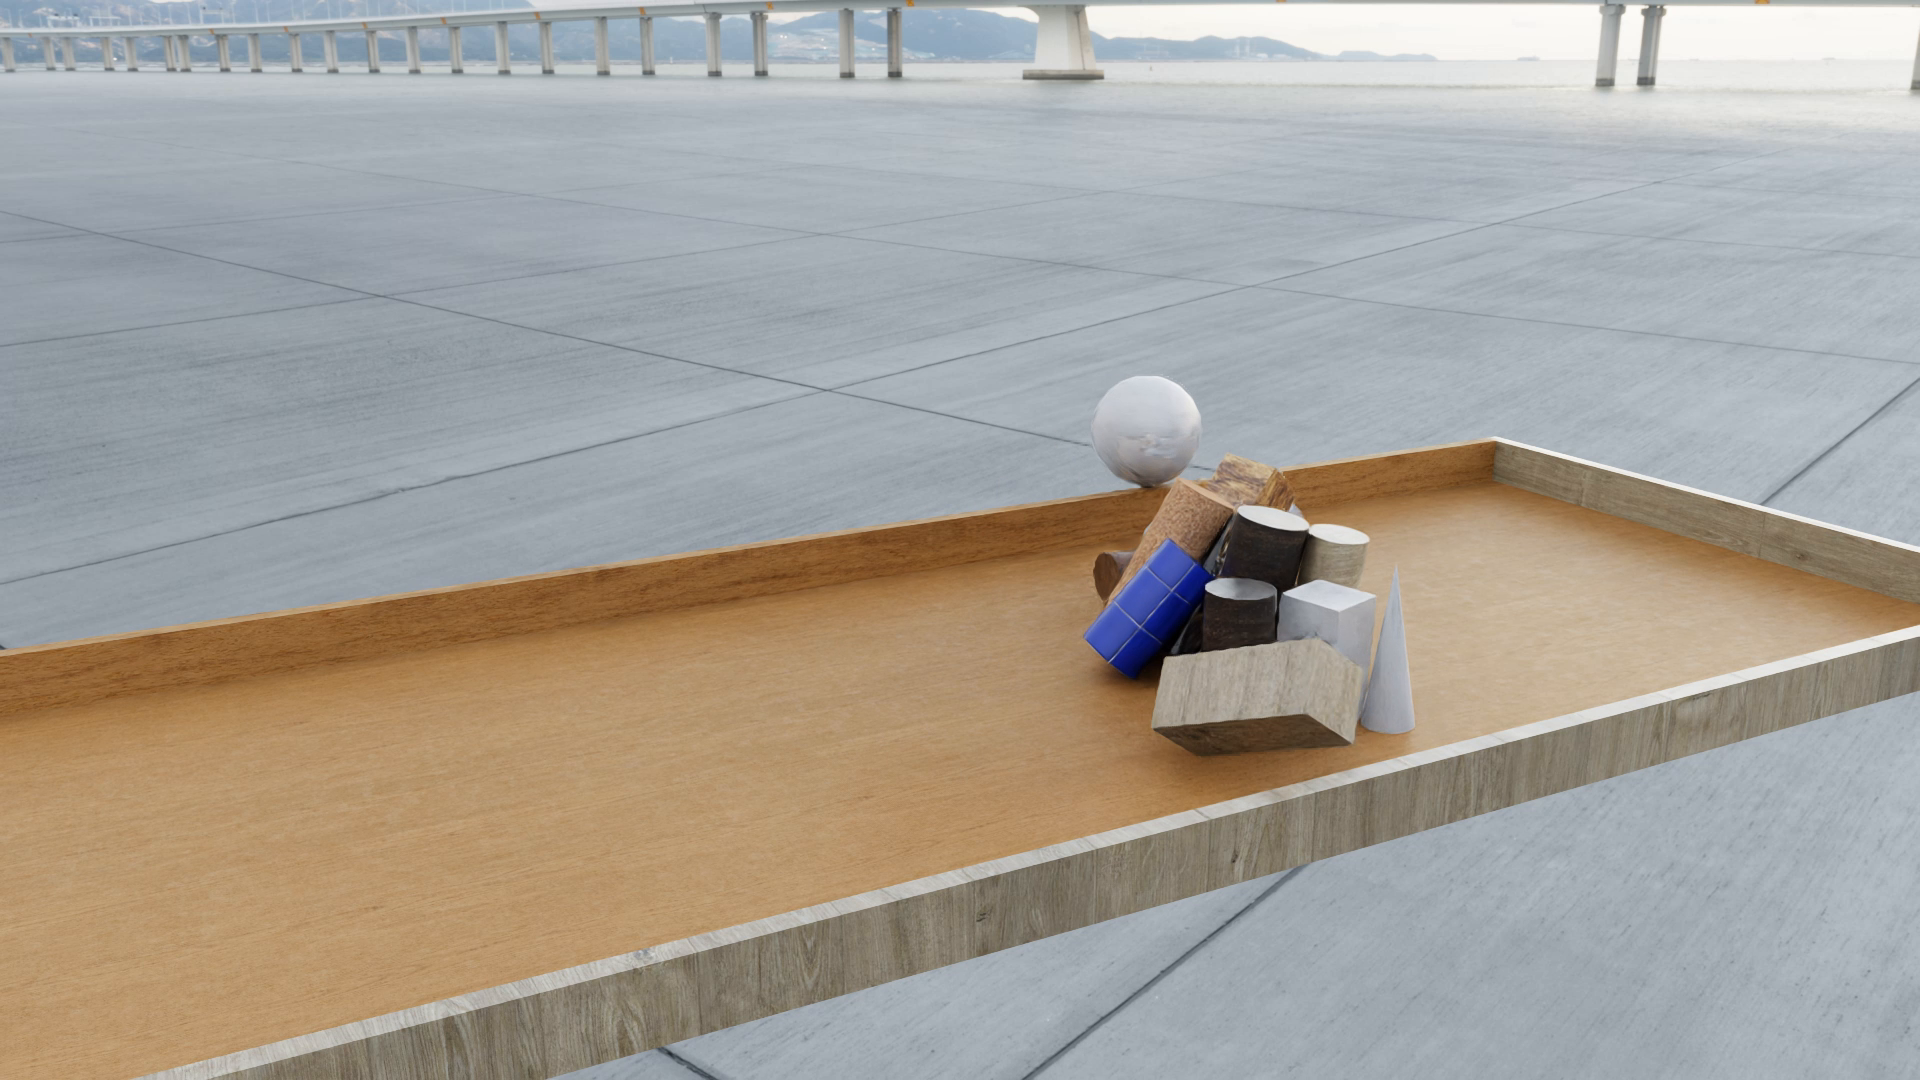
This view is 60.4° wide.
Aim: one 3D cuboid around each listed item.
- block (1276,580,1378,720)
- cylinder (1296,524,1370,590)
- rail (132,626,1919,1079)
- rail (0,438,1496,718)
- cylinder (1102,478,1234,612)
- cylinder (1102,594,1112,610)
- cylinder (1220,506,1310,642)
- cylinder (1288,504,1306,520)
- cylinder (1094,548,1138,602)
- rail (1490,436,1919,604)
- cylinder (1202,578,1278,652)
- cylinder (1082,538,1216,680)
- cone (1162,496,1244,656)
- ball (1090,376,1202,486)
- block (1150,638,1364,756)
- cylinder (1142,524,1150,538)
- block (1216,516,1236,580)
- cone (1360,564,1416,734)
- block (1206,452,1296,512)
[{"bbox_3d":[0.855,0.272,3.881,0.159,0.304,0.159,-16,24,-42],"label":"block"},{"bbox_3d":[0.904,0.165,4.093,0.151,0.380,0.151,6,18,-2],"label":"cylinder"},{"bbox_3d":[-2.336,1.006,1.665,12.000,0.150,0.050,-9,18,-27],"label":"rail"},{"bbox_3d":[-3.305,0.497,3.399,12.000,0.150,0.050,-9,18,-27],"label":"rail"},{"bbox_3d":[0.537,0.067,4.306,0.172,0.433,0.172,27,11,-6],"label":"cylinder"},{"bbox_3d":[0.561,0.060,4.585,0.108,0.108,0.443,14,51,40],"label":"cylinder"},{"bbox_3d":[0.727,0.142,4.084,0.179,0.419,0.179,10,18,-3],"label":"cylinder"},{"bbox_3d":[0.797,0.038,4.695,0.388,0.144,0.144,-32,25,-13],"label":"cylinder"},{"bbox_3d":[0.555,0.093,4.773,0.301,0.151,0.151,-8,18,-25],"label":"cylinder"},{"bbox_3d":[2.466,-0.048,5.253,0.050,0.150,2.100,-9,18,-27],"label":"rail"},{"bbox_3d":[0.643,0.273,3.826,0.165,0.337,0.165,0,16,0],"label":"cylinder"},{"bbox_3d":[0.478,0.172,4.134,0.171,0.324,0.171,40,7,-5],"label":"cylinder"},{"bbox_3d":[0.640,0.088,4.226,0.153,0.448,0.153,23,0,0],"label":"cone"},{"bbox_3d":[0.610,-0.358,5.397,0.362,0.362,0.362,0,16,0],"label":"ball"},{"bbox_3d":[0.634,0.342,3.542,0.169,0.169,0.410,32,-30,-35],"label":"block"},{"bbox_3d":[0.781,0.002,5.056,0.429,0.153,0.153,-7,18,-27],"label":"cylinder"},{"bbox_3d":[0.751,0.110,4.329,0.125,0.338,0.125,17,15,23],"label":"block"},{"bbox_3d":[1.003,0.240,3.828,0.126,0.397,0.126,-1,15,0],"label":"cone"},{"bbox_3d":[0.710,0.013,4.493,0.162,0.460,0.162,22,-15,41],"label":"block"}]
